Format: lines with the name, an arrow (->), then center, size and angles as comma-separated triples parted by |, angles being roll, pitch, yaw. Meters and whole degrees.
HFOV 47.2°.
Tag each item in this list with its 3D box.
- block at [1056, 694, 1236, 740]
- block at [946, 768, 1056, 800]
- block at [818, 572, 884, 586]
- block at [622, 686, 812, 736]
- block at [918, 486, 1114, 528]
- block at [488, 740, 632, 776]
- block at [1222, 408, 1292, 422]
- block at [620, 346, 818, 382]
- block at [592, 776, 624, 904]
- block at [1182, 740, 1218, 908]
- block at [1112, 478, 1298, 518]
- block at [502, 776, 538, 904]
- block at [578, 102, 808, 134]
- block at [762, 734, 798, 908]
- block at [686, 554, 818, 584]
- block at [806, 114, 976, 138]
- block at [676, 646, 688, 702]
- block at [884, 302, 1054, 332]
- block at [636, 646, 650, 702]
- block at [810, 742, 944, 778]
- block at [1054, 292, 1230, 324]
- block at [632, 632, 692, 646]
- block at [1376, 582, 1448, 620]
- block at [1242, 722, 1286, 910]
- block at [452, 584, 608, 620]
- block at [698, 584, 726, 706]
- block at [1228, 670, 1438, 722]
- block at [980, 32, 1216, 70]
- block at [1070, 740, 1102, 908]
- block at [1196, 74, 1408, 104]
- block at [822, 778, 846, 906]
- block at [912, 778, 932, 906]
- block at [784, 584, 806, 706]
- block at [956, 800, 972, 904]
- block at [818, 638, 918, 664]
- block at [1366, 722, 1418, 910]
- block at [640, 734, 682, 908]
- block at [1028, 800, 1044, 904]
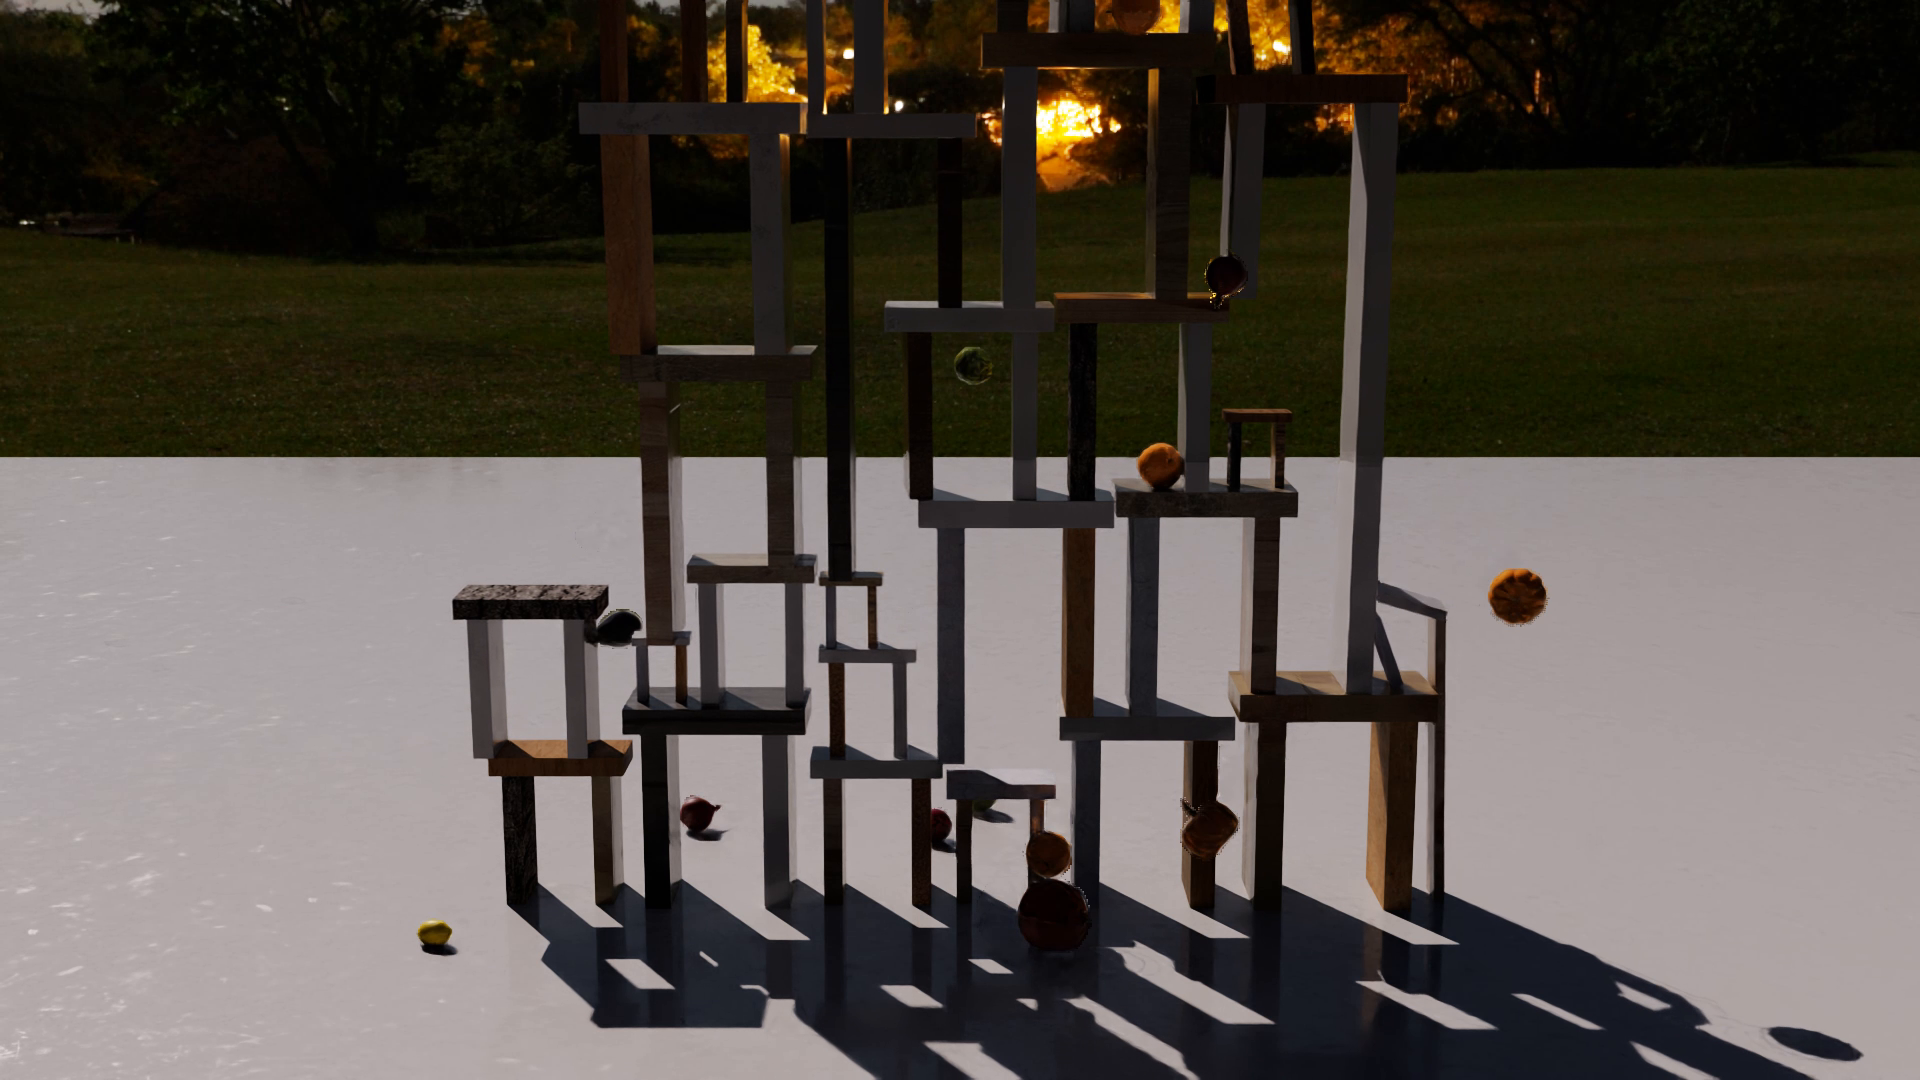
block -> 0.302, 0.291, 3.615 | 0.283, 0.040, 0.142 | 0, 11, 0
block -> 0.066, 0.403, 3.631 | 0.178, 0.025, 0.089 | 0, 11, 0
block -> -0.176, 0.063, 3.570 | 0.103, 0.015, 0.051 | 0, 10, 1
block -> -0.396, 0.280, 3.612 | 0.294, 0.042, 0.147 | 0, 11, 0
block -> 0.089, -0.054, 3.550 | 0.310, 0.044, 0.155 | 0, 11, 0
block -> -0.657, 0.359, 3.628 | 0.219, 0.031, 0.109 | 0, 11, 0
block -> 0.476, -0.200, 3.527 | 0.105, 0.015, 0.053 | 0, 11, 0
block -> -0.380, -0.282, 3.502 | 0.298, 0.042, 0.149 | 0, 11, 1
block -> -0.584, 0.482, 3.651 | 0.031, 0.219, 0.109 | 0, 11, 0
block -> 0.397, 0.450, 3.645 | 0.040, 0.284, 0.142 | 0, 11, 0
block -> 0.392, -0.068, 3.550 | 0.286, 0.041, 0.143 | 0, 11, 0
block -> -0.730, 0.482, 3.651 | 0.031, 0.219, 0.109 | 0, 11, 0
block -> -0.411, -0.659, 3.435 | 0.338, 0.048, 0.169 | 0, 11, 1
block -> -0.298, 0.445, 3.645 | 0.042, 0.294, 0.147 | 0, 11, 0
block -> -0.335, 0.046, 3.564 | 0.203, 0.029, 0.102 | 0, 11, 0
block -> -0.105, -0.649, 3.443 | 0.260, 0.037, 0.130 | 0, 11, 1
block -> -0.456, 0.213, 3.601 | 0.013, 0.094, 0.047 | 1, 11, -1
block -> 0.014, -0.355, 3.492 | 0.266, 0.038, 0.133 | 0, 11, 0
block -> -0.520, 0.213, 3.602 | 0.013, 0.094, 0.047 | 0, 11, 0
block -> -0.136, 0.363, 3.625 | 0.216, 0.031, 0.108 | 0, 11, 0
block -> 0.285, -0.369, 3.488 | 0.267, 0.038, 0.134 | 0, 11, 0
block -> -0.487, 0.161, 3.591 | 0.094, 0.013, 0.047 | 0, 11, -2
block -> 0.722, 0.097, 3.547 | 0.118, 0.017, 0.059 | 16, 17, -5
block -> 0.502, 0.434, 3.639 | 0.045, 0.318, 0.159 | 0, 11, 0
block -> -0.697, 0.101, 3.579 | 0.231, 0.033, 0.116 | 0, 11, 0
block -> -0.404, 0.160, 3.586 | 0.029, 0.203, 0.102 | 0, 11, 0
block -> 0.608, 0.256, 3.606 | 0.318, 0.045, 0.159 | 0, 11, 0
block -> 0.209, -0.759, 3.415 | 0.353, 0.050, 0.176 | 0, 11, 0
block -> 0.208, 0.450, 3.645 | 0.040, 0.284, 0.142 | 0, 11, 0
block -> 0.530, -0.703, 3.429 | 0.299, 0.042, 0.149 | -1, 11, -5
block -> -0.208, 0.484, 3.647 | 0.031, 0.216, 0.108 | 0, 11, 0
block -> -0.064, 0.484, 3.647 | 0.031, 0.216, 0.108 | 0, 11, 0
block -> -0.268, 0.159, 3.592 | 0.029, 0.203, 0.102 | 0, 11, -2
block -> 0.007, 0.503, 3.650 | 0.025, 0.178, 0.089 | 0, 11, 0
block -> -0.150, 0.181, 3.597 | 0.157, 0.022, 0.079 | 0, 11, 0
block -> 0.714, 0.434, 3.639 | 0.045, 0.318, 0.159 | 0, 11, 0
block -> -0.494, 0.445, 3.643 | 0.042, 0.294, 0.147 | 0, 11, 0
block -> 0.126, 0.503, 3.650 | 0.025, 0.178, 0.089 | 0, 11, 0
